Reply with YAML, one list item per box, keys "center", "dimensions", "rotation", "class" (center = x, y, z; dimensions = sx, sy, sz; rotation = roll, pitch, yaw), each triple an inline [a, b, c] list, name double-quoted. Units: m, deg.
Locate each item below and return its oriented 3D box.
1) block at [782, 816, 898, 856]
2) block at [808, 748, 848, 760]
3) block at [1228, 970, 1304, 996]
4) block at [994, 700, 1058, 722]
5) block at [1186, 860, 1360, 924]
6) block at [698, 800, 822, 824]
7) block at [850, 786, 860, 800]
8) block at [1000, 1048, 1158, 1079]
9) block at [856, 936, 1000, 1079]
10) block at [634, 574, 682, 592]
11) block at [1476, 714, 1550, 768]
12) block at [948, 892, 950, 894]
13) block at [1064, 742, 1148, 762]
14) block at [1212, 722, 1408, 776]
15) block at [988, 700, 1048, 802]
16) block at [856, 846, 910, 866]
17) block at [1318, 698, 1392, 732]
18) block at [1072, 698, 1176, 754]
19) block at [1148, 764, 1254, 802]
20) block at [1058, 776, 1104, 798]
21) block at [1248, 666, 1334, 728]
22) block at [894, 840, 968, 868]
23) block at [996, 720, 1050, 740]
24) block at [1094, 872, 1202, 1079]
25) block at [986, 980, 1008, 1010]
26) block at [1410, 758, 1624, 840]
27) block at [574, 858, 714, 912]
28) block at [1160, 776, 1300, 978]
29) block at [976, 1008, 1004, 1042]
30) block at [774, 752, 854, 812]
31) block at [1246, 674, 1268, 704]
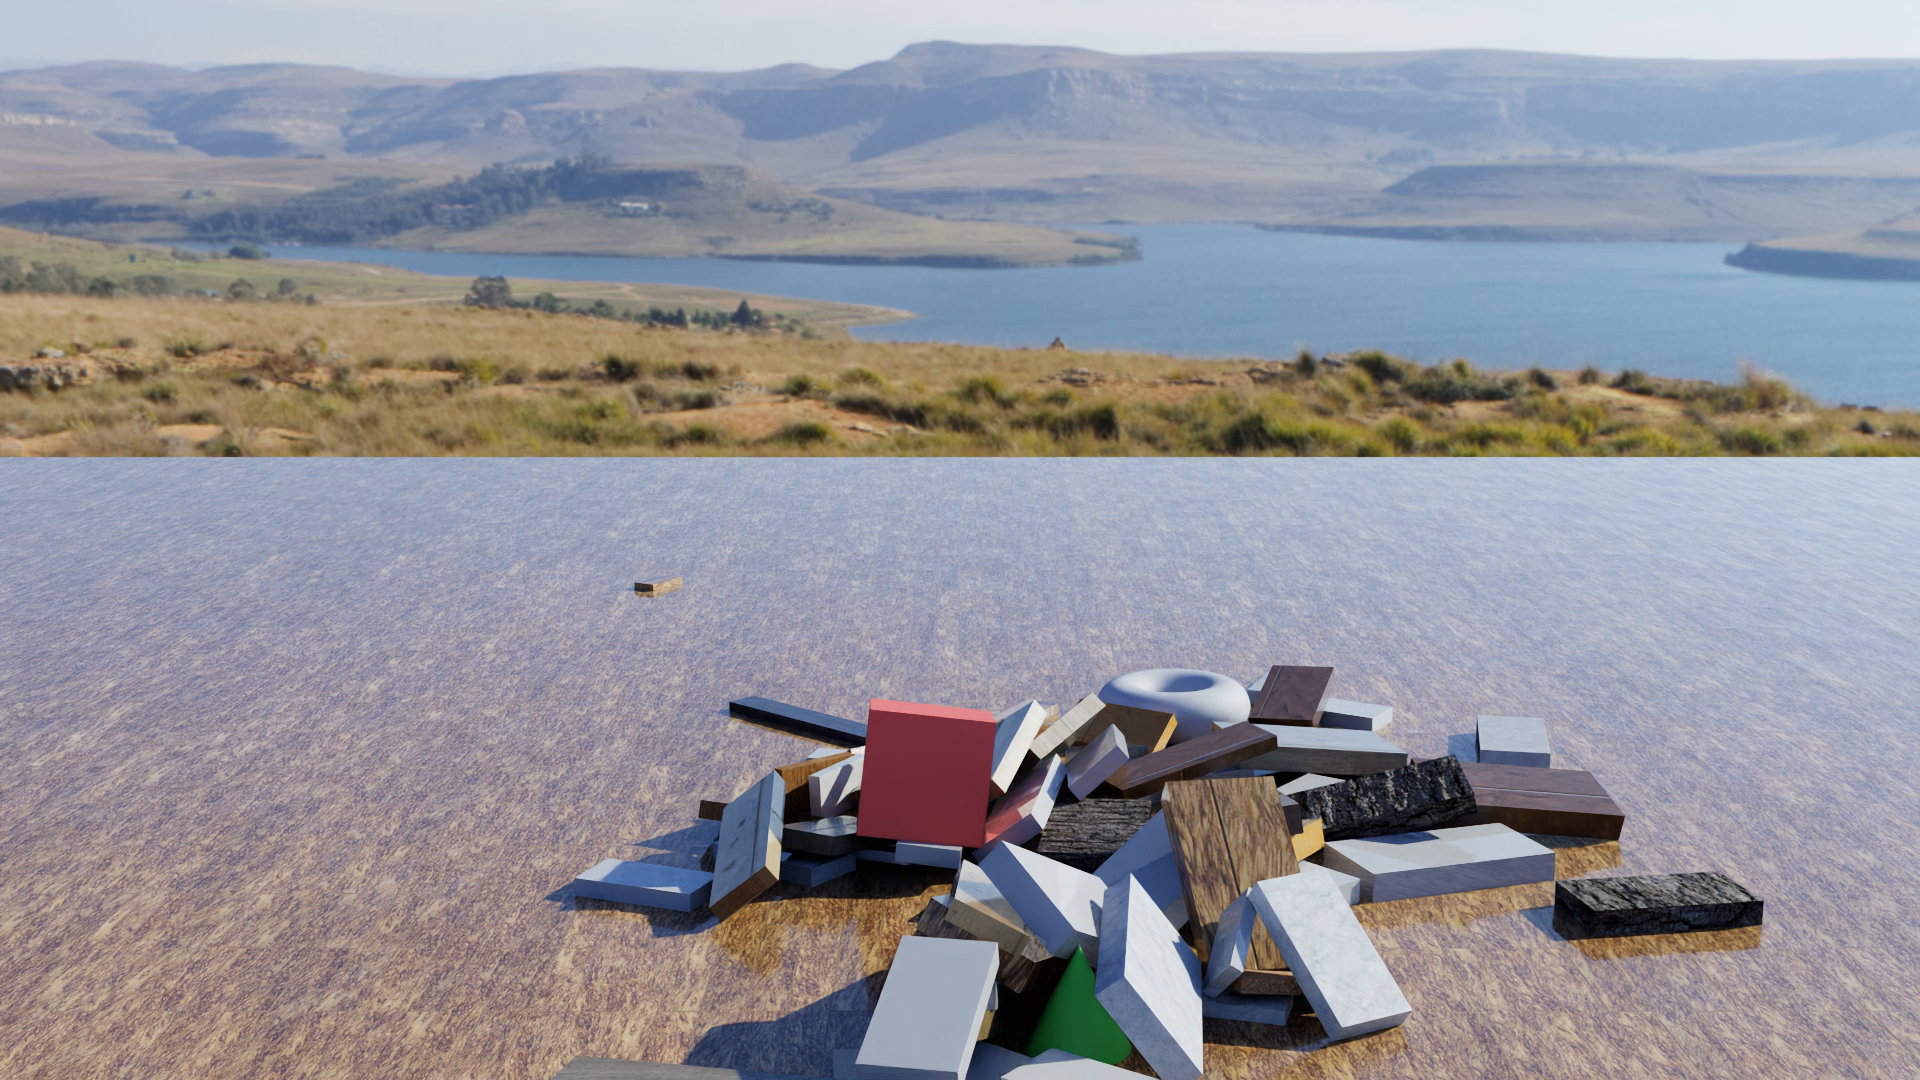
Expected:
- center: [-0.211, 0.513, 3.821]
  dimensions: [0.117, 0.033, 0.234]
  rotation: [6, 1, 28]
  class: "block"
- center: [-0.227, 0.442, 4.412]
  dimensions: [0.144, 0.020, 0.072]
  rotation: [3, 11, 15]
  class: "block"
- center: [0.465, 0.643, 3.197]
  dimensions: [0.155, 0.022, 0.077]
  rotation: [5, -3, -15]
  class: "block"
- center: [0.091, 0.396, 4.660]
  dimensions: [0.072, 0.020, 0.394]
  rotation: [5, 12, 27]
  class: "block"
- center: [0.503, 0.585, 3.585]
  dimensions: [0.288, 0.041, 0.144]
  rotation: [-9, 14, -40]
  class: "block"
- center: [-0.342, 0.502, 3.953]
  dimensions: [0.229, 0.032, 0.114]
  rotation: [5, -9, 24]
  class: "block"
- center: [-0.158, 0.455, 4.143]
  dimensions: [0.054, 0.015, 0.108]
  rotation: [-23, 5, 30]
  class: "block"
- center: [0.179, 0.705, 2.782]
  dimensions: [0.231, 0.033, 0.116]
  rotation: [8, 13, 36]
  class: "block"
- center: [-0.038, 0.603, 2.806]
  dimensions: [0.129, 0.037, 0.258]
  rotation: [2, 27, 12]
  class: "block"
- center: [-0.844, 0.119, 6.152]
  dimensions: [0.066, 0.019, 0.131]
  rotation: [6, 12, 29]
  class: "block"
- center: [1.131, 0.415, 4.505]
  dimensions: [0.136, 0.039, 0.272]
  rotation: [2, 11, 11]
  class: "block"
- center: [0.062, 0.582, 3.628]
  dimensions: [0.108, 0.031, 0.217]
  rotation: [5, 12, 25]
  class: "block"
- center: [0.285, 0.421, 4.308]
  dimensions: [0.121, 0.034, 0.242]
  rotation: [-4, -3, -7]
  class: "block"
- center: [0.689, 0.415, 4.360]
  dimensions: [0.347, 0.049, 0.173]
  rotation: [5, 9, -15]
  class: "block"
- center: [0.069, 0.411, 4.113]
  dimensions: [0.129, 0.037, 0.258]
  rotation: [-36, 12, 34]
  class: "block"
- center: [-0.137, 0.545, 3.824]
  dimensions: [0.131, 0.019, 0.066]
  rotation: [4, 0, 21]
  class: "block"
- center: [0.810, 0.373, 4.753]
  dimensions: [0.219, 0.031, 0.109]
  rotation: [7, 13, 33]
  class: "block"
- center: [0.322, 0.390, 4.500]
  dimensions: [0.219, 0.031, 0.109]
  rotation: [7, 48, 33]
  class: "block"
- center: [0.418, 0.460, 4.264]
  dimensions: [0.272, 0.039, 0.136]
  rotation: [-5, 12, -27]
  class: "block"
- center: [0.195, 0.467, 4.143]
  dimensions: [0.143, 0.020, 0.072]
  rotation: [5, 15, 39]
  class: "block"
- center: [0.715, 0.344, 4.730]
  dimensions: [0.136, 0.039, 0.272]
  rotation: [1, 21, 19]
  class: "block"
- center: [-0.047, 0.528, 3.785]
  dimensions: [0.108, 0.031, 0.217]
  rotation: [6, 1, 4]
  class: "block"
- center: [0.058, 0.431, 4.289]
  dimensions: [0.121, 0.034, 0.303]
  rotation: [6, 22, 32]
  class: "block"
- center: [0.265, 0.608, 3.054]
  dimensions: [0.049, 0.172, 0.345]
  rotation: [-36, 8, 13]
  class: "block"
- center: [-0.006, 0.634, 3.082]
  dimensions: [0.129, 0.037, 0.258]
  rotation: [1, -10, 5]
  class: "block"
- center: [1.006, 0.469, 3.993]
  dimensions: [0.347, 0.049, 0.173]
  rotation: [5, 21, -8]
  class: "block"
- center: [-0.520, 0.575, 3.667]
  dimensions: [0.217, 0.031, 0.108]
  rotation: [4, 11, 21]
  class: "block"
- center: [0.430, 0.521, 3.368]
  dimensions: [0.175, 0.050, 0.351]
  rotation: [-2, 46, -9]
  class: "block"
- center: [-0.023, 0.649, 2.961]
  dimensions: [0.129, 0.037, 0.258]
  rotation: [0, -11, 9]
  class: "block"
- center: [-0.272, 0.458, 4.144]
  dimensions: [0.172, 0.086, 0.024]
  rotation: [-9, 14, -39]
  class: "block"
- center: [0.732, 0.333, 4.965]
  dimensions: [0.109, 0.031, 0.219]
  rotation: [5, 11, 23]
  class: "block"
